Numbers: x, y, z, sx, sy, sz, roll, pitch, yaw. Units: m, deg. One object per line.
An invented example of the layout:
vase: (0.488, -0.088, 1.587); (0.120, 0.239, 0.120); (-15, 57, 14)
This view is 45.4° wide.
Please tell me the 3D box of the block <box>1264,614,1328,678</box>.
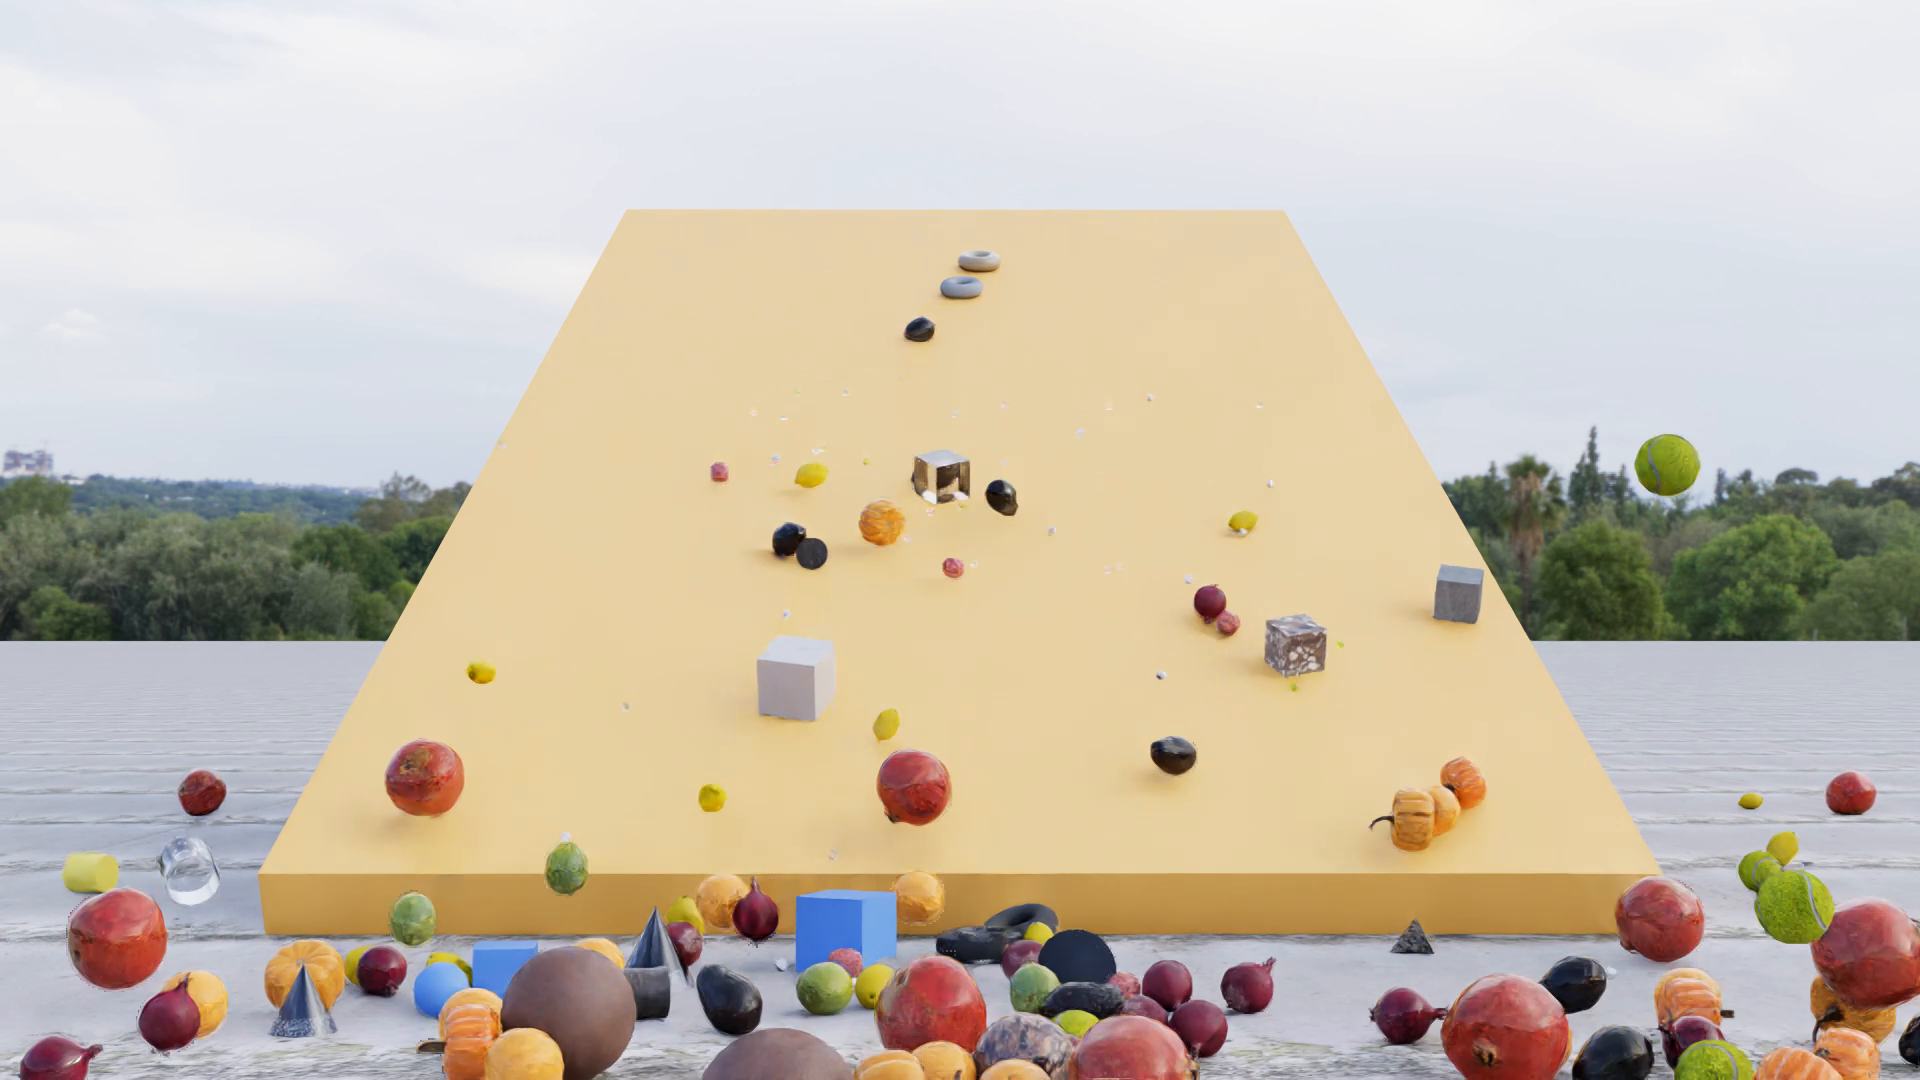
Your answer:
block: (0.571, 0.179, 3.905); (0.076, 0.076, 0.076); (-8, 23, -20)

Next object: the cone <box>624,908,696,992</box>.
cone: (-0.373, 0.498, 2.808); (0.099, 0.099, 0.099); (0, -2, 0)

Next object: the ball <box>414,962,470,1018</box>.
ball: (-0.584, 0.507, 2.583); (0.062, 0.062, 0.062); (0, -2, 0)

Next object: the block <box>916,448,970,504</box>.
block: (-0.036, -0.129, 4.667); (0.081, 0.081, 0.081); (-13, 25, -29)

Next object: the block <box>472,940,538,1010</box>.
block: (-0.529, 0.507, 2.668); (0.069, 0.069, 0.069); (0, -2, -7)

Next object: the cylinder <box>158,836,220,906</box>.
cylinder: (-1.132, 0.486, 3.366); (0.076, 0.076, 0.076); (1, 15, -27)

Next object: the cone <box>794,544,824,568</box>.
cone: (-0.277, 0.028, 4.346); (0.061, 0.061, 0.061); (-1, 18, 17)

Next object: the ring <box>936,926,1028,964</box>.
ring: (0.029, 0.537, 3.041); (0.122, 0.041, 0.122); (-1, -3, 0)

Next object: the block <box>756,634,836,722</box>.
block: (-0.267, 0.226, 3.752); (0.099, 0.099, 0.099); (6, 23, 16)

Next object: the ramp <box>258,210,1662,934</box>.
ramp: (-0.006, -0.219, 5.139); (2.000, 0.100, 4.000); (0, 22, 0)

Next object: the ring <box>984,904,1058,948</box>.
ring: (0.081, 0.532, 3.138); (0.108, 0.036, 0.108); (-15, 11, 3)

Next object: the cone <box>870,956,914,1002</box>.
cone: (-0.091, 0.531, 2.724); (0.055, 0.055, 0.055); (1, -29, -27)

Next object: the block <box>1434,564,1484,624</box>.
block: (0.895, 0.097, 4.112); (0.076, 0.076, 0.076); (7, 23, 16)

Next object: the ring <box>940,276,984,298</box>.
ring: (0.005, -0.671, 6.085); (0.116, 0.039, 0.116); (-1, 23, 0)

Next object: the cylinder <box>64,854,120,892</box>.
cylinder: (-1.451, 0.557, 3.830); (0.062, 0.062, 0.062); (-2, -3, 17)

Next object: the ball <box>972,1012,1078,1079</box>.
ball: (0.057, 0.468, 2.039); (0.094, 0.094, 0.094); (0, -2, 0)

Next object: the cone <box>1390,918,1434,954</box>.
cone: (0.605, 0.547, 3.104); (0.054, 0.054, 0.054); (-27, -5, 5)

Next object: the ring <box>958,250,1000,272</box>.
ring: (0.054, -0.771, 6.338); (0.120, 0.040, 0.120); (1, 21, 0)

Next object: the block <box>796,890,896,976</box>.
block: (-0.146, 0.505, 2.954); (0.096, 0.096, 0.096); (-1, -3, 25)

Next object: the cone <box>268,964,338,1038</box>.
cone: (-0.714, 0.497, 2.491); (0.074, 0.074, 0.074); (0, -2, 0)

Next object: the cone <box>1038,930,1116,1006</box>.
cone: (0.134, 0.523, 2.727); (0.093, 0.093, 0.093); (0, -29, -4)
